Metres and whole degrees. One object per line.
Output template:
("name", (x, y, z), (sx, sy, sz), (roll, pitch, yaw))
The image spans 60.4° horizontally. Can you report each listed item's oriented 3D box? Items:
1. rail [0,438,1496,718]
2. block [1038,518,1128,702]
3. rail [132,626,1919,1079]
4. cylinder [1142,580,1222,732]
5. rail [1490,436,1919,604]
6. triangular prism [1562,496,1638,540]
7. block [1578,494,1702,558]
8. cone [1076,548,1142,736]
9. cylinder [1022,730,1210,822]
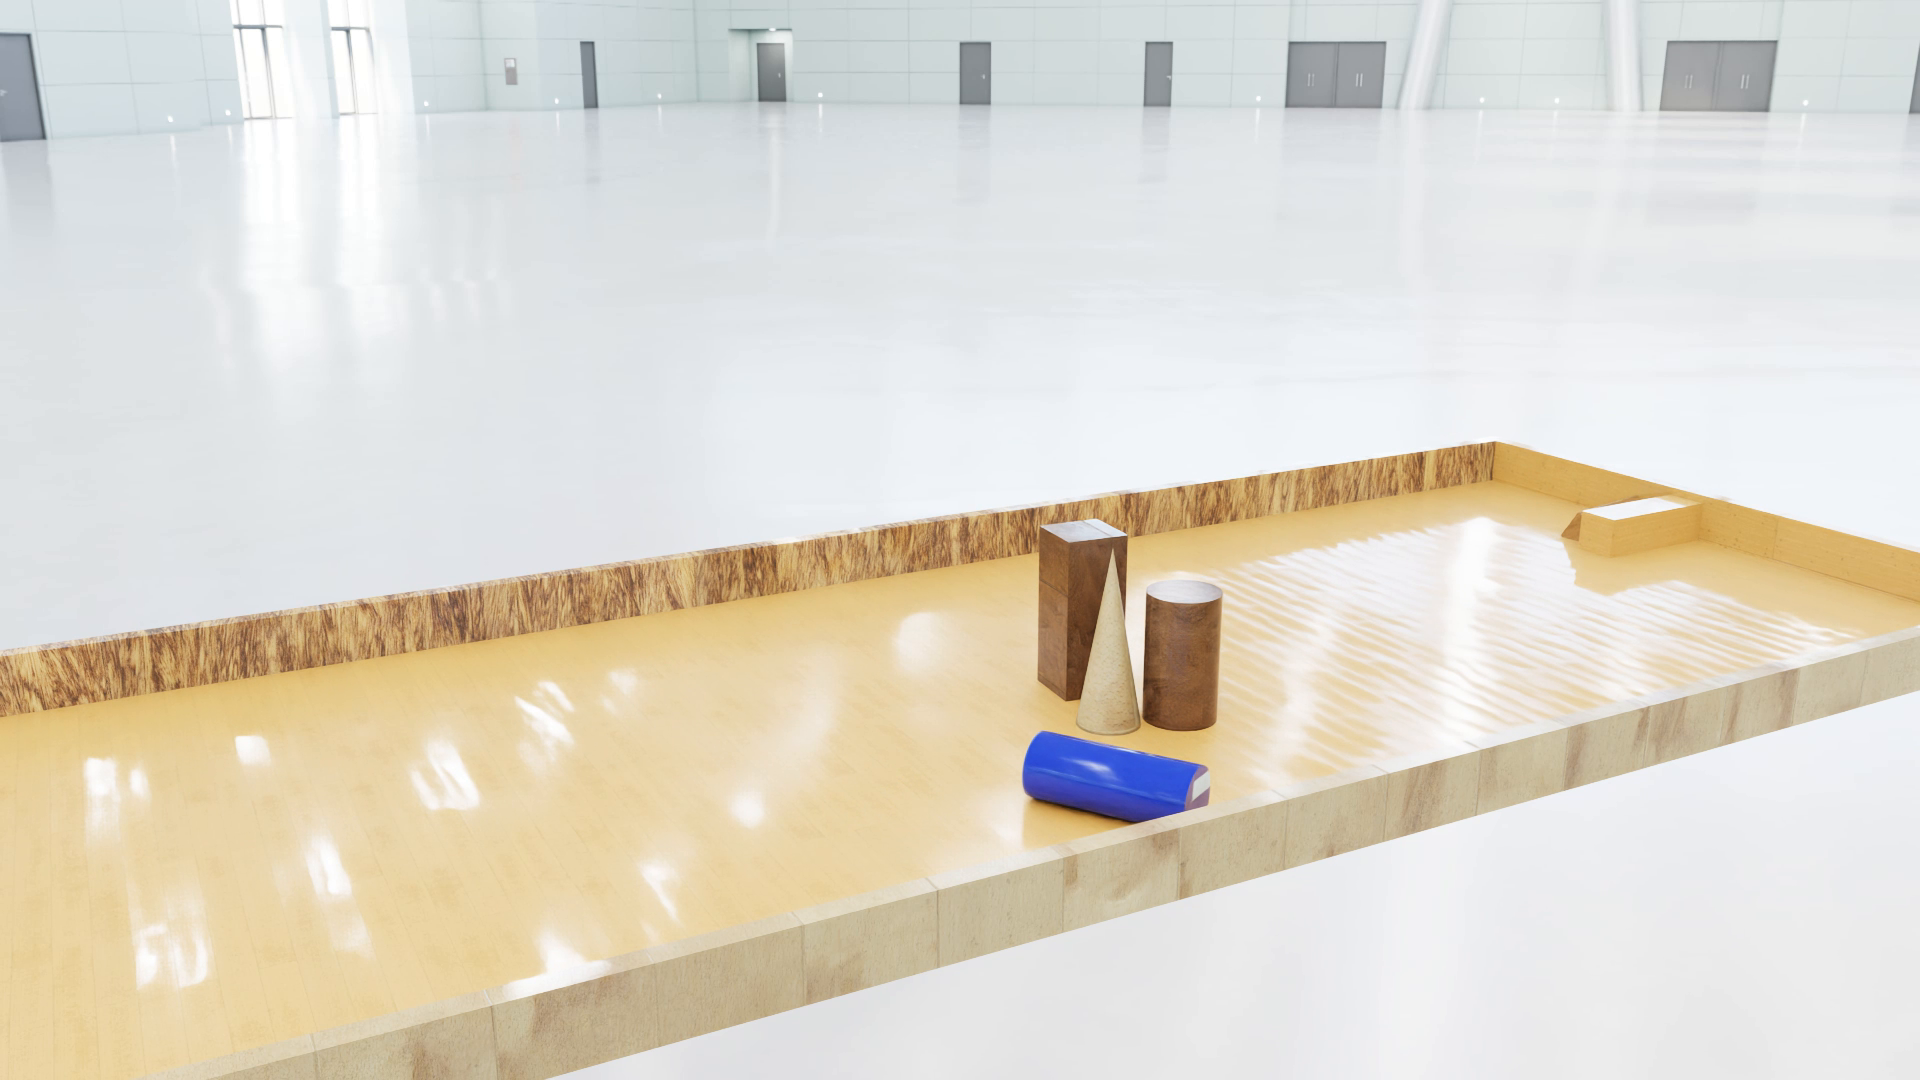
("rail", (-3.305, 0.497, 3.399), (12.000, 0.150, 0.050), (-9, 18, -27))
("block", (0.299, 0.170, 4.057), (0.159, 0.404, 0.159), (-7, 18, -22))
("rail", (-2.336, 1.006, 1.665), (12.000, 0.150, 0.050), (-9, 18, -27))
("cylinder", (0.522, 0.270, 3.879), (0.178, 0.314, 0.178), (0, 16, 0))
("rail", (2.466, -0.048, 5.253), (0.050, 0.150, 2.100), (-9, 18, -27))
("triangular prism", (2.134, -0.076, 5.438), (0.348, 0.093, 0.107), (-13, 21, -36))
("block", (2.184, -0.046, 5.291), (0.413, 0.124, 0.124), (-9, 19, -28))
("cone", (0.349, 0.224, 3.825), (0.154, 0.433, 0.154), (0, 16, 0))
("cylinder", (0.321, 0.499, 3.405), (0.361, 0.143, 0.143), (9, 19, 28))
